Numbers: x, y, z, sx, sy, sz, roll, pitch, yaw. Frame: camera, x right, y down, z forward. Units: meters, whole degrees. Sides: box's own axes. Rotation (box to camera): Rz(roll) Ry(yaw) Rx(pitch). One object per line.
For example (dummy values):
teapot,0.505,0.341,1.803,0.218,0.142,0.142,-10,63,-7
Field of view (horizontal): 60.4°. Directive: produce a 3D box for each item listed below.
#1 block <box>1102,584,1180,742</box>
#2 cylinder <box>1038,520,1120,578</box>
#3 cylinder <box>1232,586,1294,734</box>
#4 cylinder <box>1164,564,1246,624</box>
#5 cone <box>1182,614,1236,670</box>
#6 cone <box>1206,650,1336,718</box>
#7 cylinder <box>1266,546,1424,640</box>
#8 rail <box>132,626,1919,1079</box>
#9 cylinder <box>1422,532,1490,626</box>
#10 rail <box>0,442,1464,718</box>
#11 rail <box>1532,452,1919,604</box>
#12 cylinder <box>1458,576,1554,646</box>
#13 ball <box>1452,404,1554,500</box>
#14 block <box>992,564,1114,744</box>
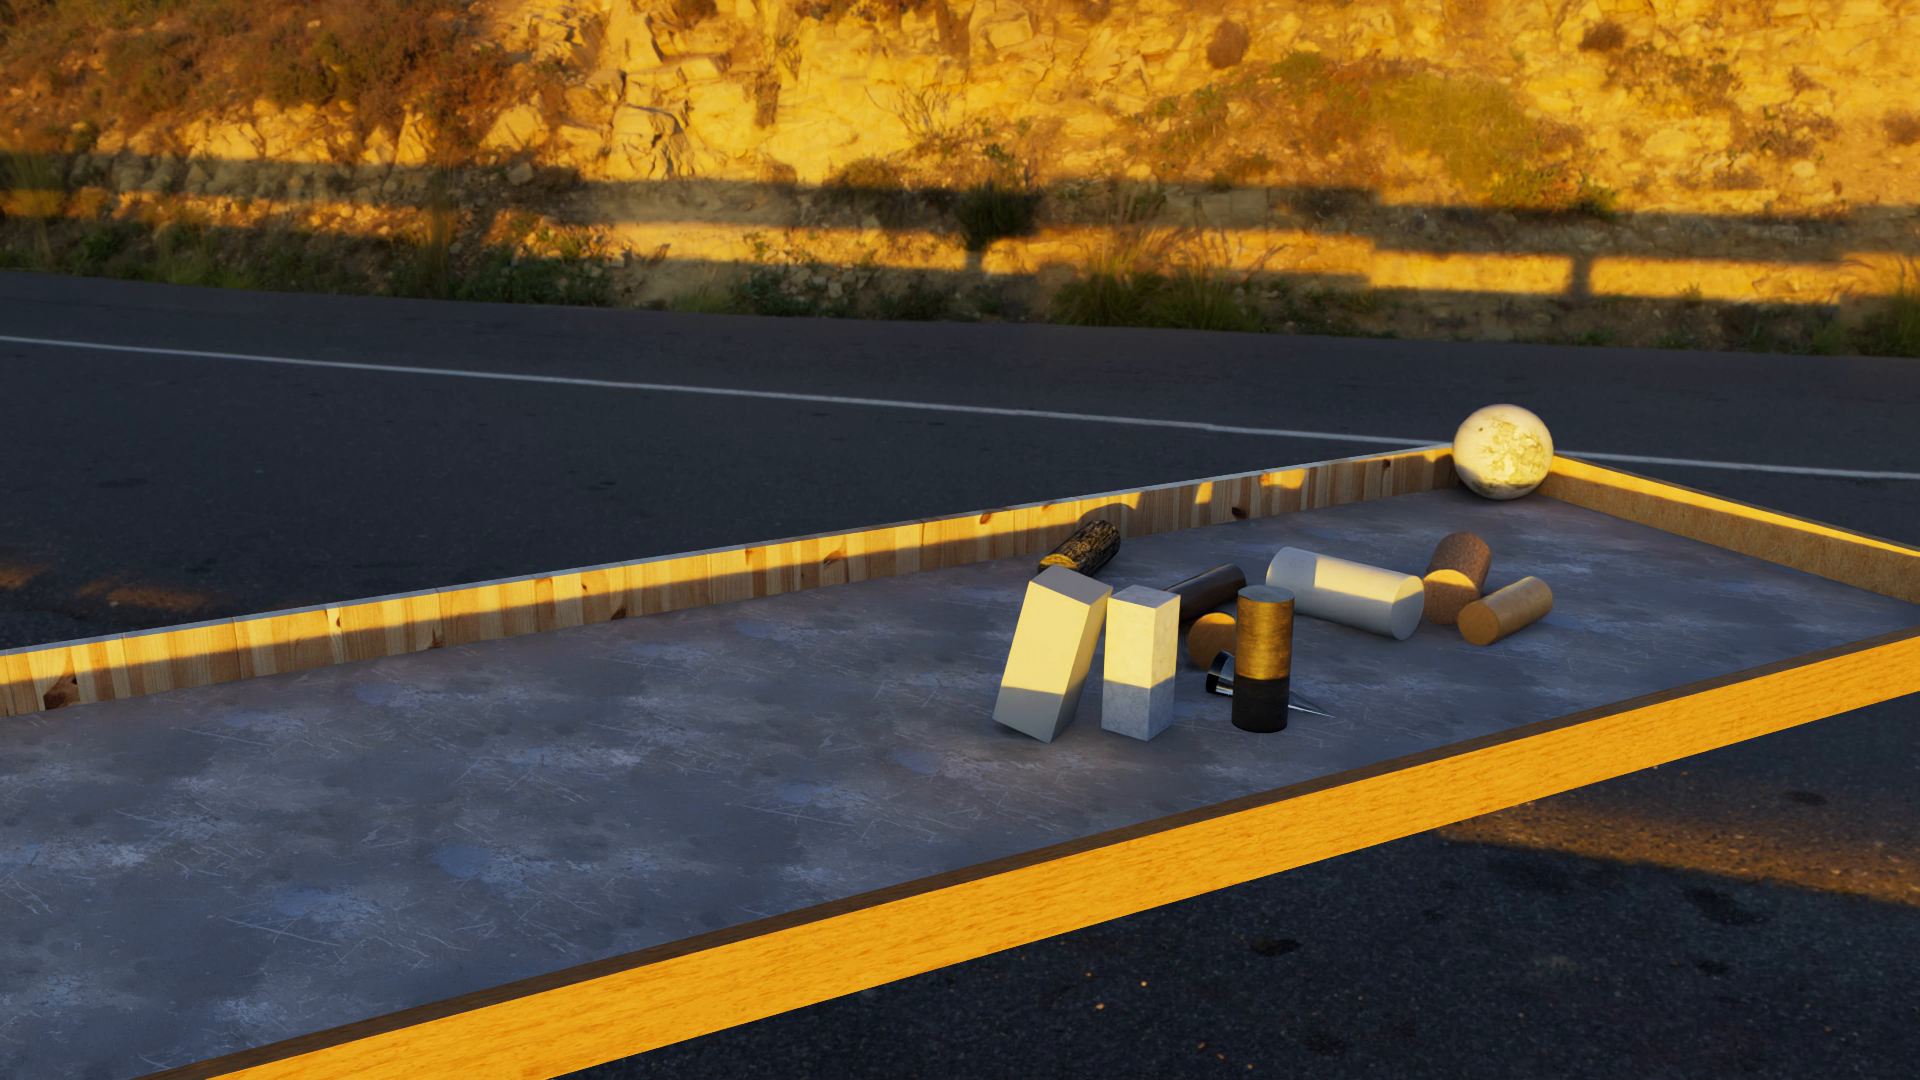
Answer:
block,0.418,0.282,3.817,0.122,0.322,0.122,13,21,33
cylinder,0.360,0.052,4.945,0.132,0.132,0.398,7,18,21
cylinder,0.706,0.277,3.845,0.130,0.320,0.130,0,16,0
cylinder,0.653,0.161,4.623,0.104,0.104,0.397,14,21,39
cone,0.631,0.248,4.380,0.150,0.150,0.347,-2,4,-7
cone,0.763,0.372,3.988,0.317,0.113,0.113,20,24,26
cylinder,1.059,0.144,4.551,0.393,0.177,0.177,15,22,42
rail,-2.336,1.006,1.665,12.000,0.150,0.050,-9,18,-27
cylinder,1.414,0.106,4.709,0.161,0.161,0.401,6,18,21
rail,-3.305,0.497,3.399,12.000,0.150,0.050,-9,18,-27
rail,2.466,-0.048,5.253,0.050,0.150,2.100,-9,18,-27
cylinder,1.489,0.192,4.496,0.117,0.117,0.320,15,22,42
ball,1.910,-0.312,5.812,0.340,0.340,0.340,0,16,0
block,0.212,0.260,3.789,0.150,0.357,0.150,22,23,19
